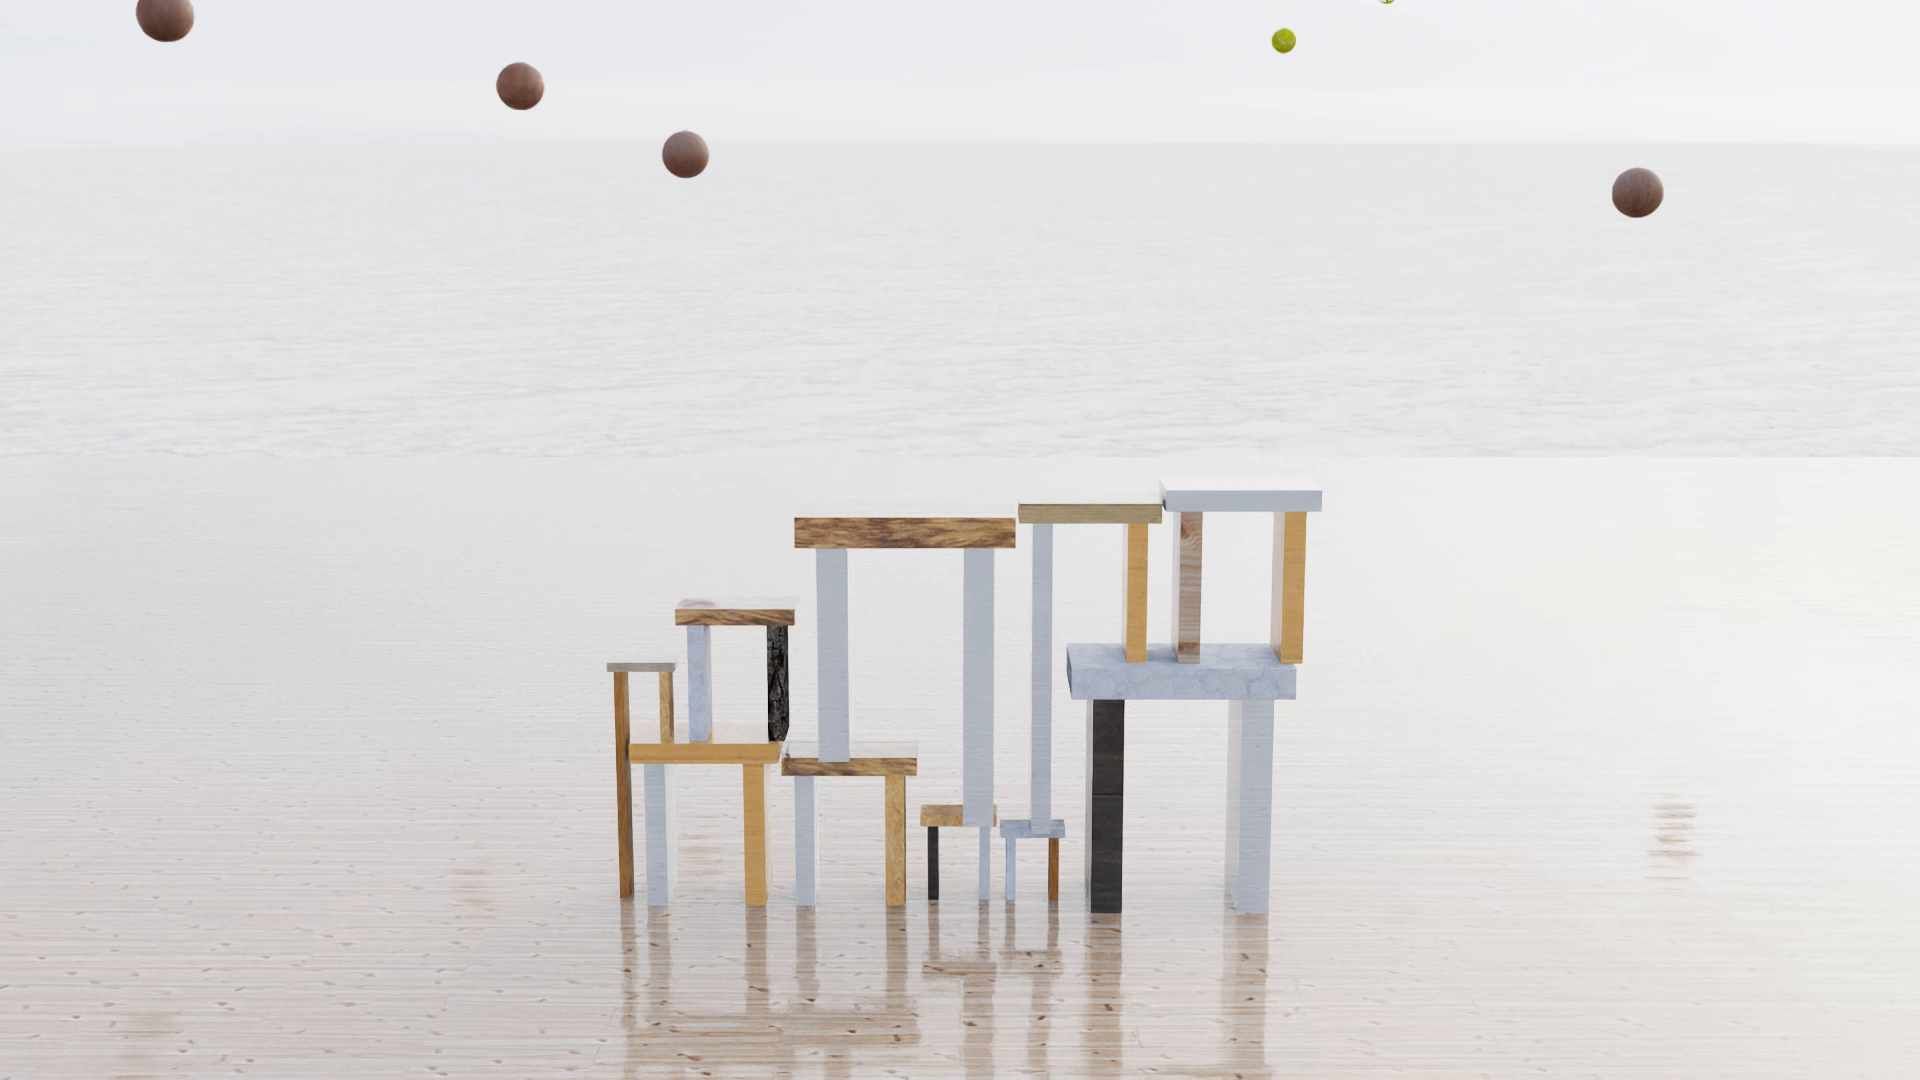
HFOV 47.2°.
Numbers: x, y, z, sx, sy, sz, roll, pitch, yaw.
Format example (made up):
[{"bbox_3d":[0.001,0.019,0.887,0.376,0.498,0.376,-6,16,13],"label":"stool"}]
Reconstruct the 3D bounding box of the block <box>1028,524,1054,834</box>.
[{"bbox_3d":[0.132,0.216,3.602,0.032,0.514,0.114,0,11,0],"label":"block"}]

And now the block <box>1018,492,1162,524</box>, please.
[{"bbox_3d":[0.208,-0.052,3.552,0.228,0.032,0.114,0,11,0],"label":"block"}]

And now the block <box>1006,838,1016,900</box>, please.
[{"bbox_3d":[0.084,0.538,3.655,0.015,0.107,0.054,0,11,0],"label":"block"}]

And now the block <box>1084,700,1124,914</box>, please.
[{"bbox_3d":[0.238,0.415,3.633,0.051,0.358,0.179,0,11,0],"label":"block"}]

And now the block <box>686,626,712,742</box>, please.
[{"bbox_3d":[-0.427,0.224,3.606,0.027,0.193,0.096,0,11,0],"label":"block"}]

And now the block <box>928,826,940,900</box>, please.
[{"bbox_3d":[-0.044,0.528,3.660,0.018,0.126,0.063,0,11,0],"label":"block"}]

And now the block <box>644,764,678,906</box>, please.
[{"bbox_3d":[-0.496,0.471,3.650,0.034,0.241,0.121,0,11,0],"label":"block"}]

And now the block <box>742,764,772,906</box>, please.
[{"bbox_3d":[-0.335,0.471,3.650,0.034,0.241,0.121,0,11,0],"label":"block"}]

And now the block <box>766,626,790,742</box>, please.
[{"bbox_3d":[-0.298,0.224,3.606,0.027,0.193,0.096,0,11,0],"label":"block"}]

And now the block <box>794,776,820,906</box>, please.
[{"bbox_3d":[-0.254,0.482,3.647,0.031,0.221,0.110,0,11,0],"label":"block"}]

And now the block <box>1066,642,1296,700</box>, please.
[{"bbox_3d":[0.357,0.214,3.595,0.358,0.051,0.179,0,11,0],"label":"block"}]

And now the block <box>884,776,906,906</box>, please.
[{"bbox_3d":[-0.106,0.482,3.647,0.031,0.221,0.110,0,11,0],"label":"block"}]

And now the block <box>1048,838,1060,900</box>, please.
[{"bbox_3d":[0.155,0.538,3.655,0.015,0.107,0.054,0,11,0],"label":"block"}]

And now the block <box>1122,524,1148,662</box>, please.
[{"bbox_3d":[0.284,0.076,3.576,0.032,0.228,0.114,0,11,0],"label":"block"}]

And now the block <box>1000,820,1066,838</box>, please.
[{"bbox_3d":[0.120,0.478,3.644,0.107,0.015,0.054,0,11,0],"label":"block"}]

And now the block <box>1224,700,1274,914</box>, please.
[{"bbox_3d":[0.477,0.415,3.633,0.051,0.358,0.179,0,11,0],"label":"block"}]

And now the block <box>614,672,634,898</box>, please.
[{"bbox_3d":[-0.556,0.399,3.638,0.016,0.386,0.055,0,11,0],"label":"block"}]

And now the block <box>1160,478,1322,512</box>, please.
[{"bbox_3d":[0.451,-0.073,3.547,0.248,0.035,0.124,0,11,0],"label":"block"}]

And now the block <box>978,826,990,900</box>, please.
[{"bbox_3d":[0.040,0.528,3.660,0.018,0.126,0.063,0,11,0],"label":"block"}]

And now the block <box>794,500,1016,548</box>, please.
[{"bbox_3d":[-0.086,-0.027,3.559,0.350,0.050,0.175,0,11,0],"label":"block"}]

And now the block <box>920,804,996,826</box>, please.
[{"bbox_3d":[-0.002,0.457,3.646,0.126,0.018,0.063,0,11,1],"label":"block"}]

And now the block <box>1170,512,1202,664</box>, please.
[{"bbox_3d":[0.368,0.066,3.573,0.035,0.248,0.124,0,11,0],"label":"block"}]

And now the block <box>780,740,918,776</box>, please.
[{"bbox_3d":[-0.180,0.358,3.624,0.221,0.031,0.110,0,11,0],"label":"block"}]

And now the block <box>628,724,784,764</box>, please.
[{"bbox_3d":[-0.416,0.335,3.625,0.241,0.034,0.121,0,11,0],"label":"block"}]

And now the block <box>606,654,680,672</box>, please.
[{"bbox_3d":[-0.519,0.202,3.602,0.111,0.016,0.055,0,11,0],"label":"block"}]

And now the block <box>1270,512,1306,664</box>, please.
[{"bbox_3d":[0.533,0.066,3.573,0.035,0.248,0.124,0,11,0],"label":"block"}]

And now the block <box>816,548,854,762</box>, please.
[{"bbox_3d":[-0.203,0.170,3.596,0.050,0.350,0.175,0,11,0],"label":"block"}]

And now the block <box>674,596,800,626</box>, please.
[{"bbox_3d":[-0.362,0.116,3.586,0.193,0.027,0.096,0,11,0],"label":"block"}]

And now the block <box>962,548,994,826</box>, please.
[{"bbox_3d":[0.030,0.223,3.604,0.050,0.458,0.175,0,11,0],"label":"block"}]

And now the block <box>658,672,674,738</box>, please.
[{"bbox_3d":[-0.482,0.264,3.613,0.016,0.111,0.055,0,11,0],"label":"block"}]
